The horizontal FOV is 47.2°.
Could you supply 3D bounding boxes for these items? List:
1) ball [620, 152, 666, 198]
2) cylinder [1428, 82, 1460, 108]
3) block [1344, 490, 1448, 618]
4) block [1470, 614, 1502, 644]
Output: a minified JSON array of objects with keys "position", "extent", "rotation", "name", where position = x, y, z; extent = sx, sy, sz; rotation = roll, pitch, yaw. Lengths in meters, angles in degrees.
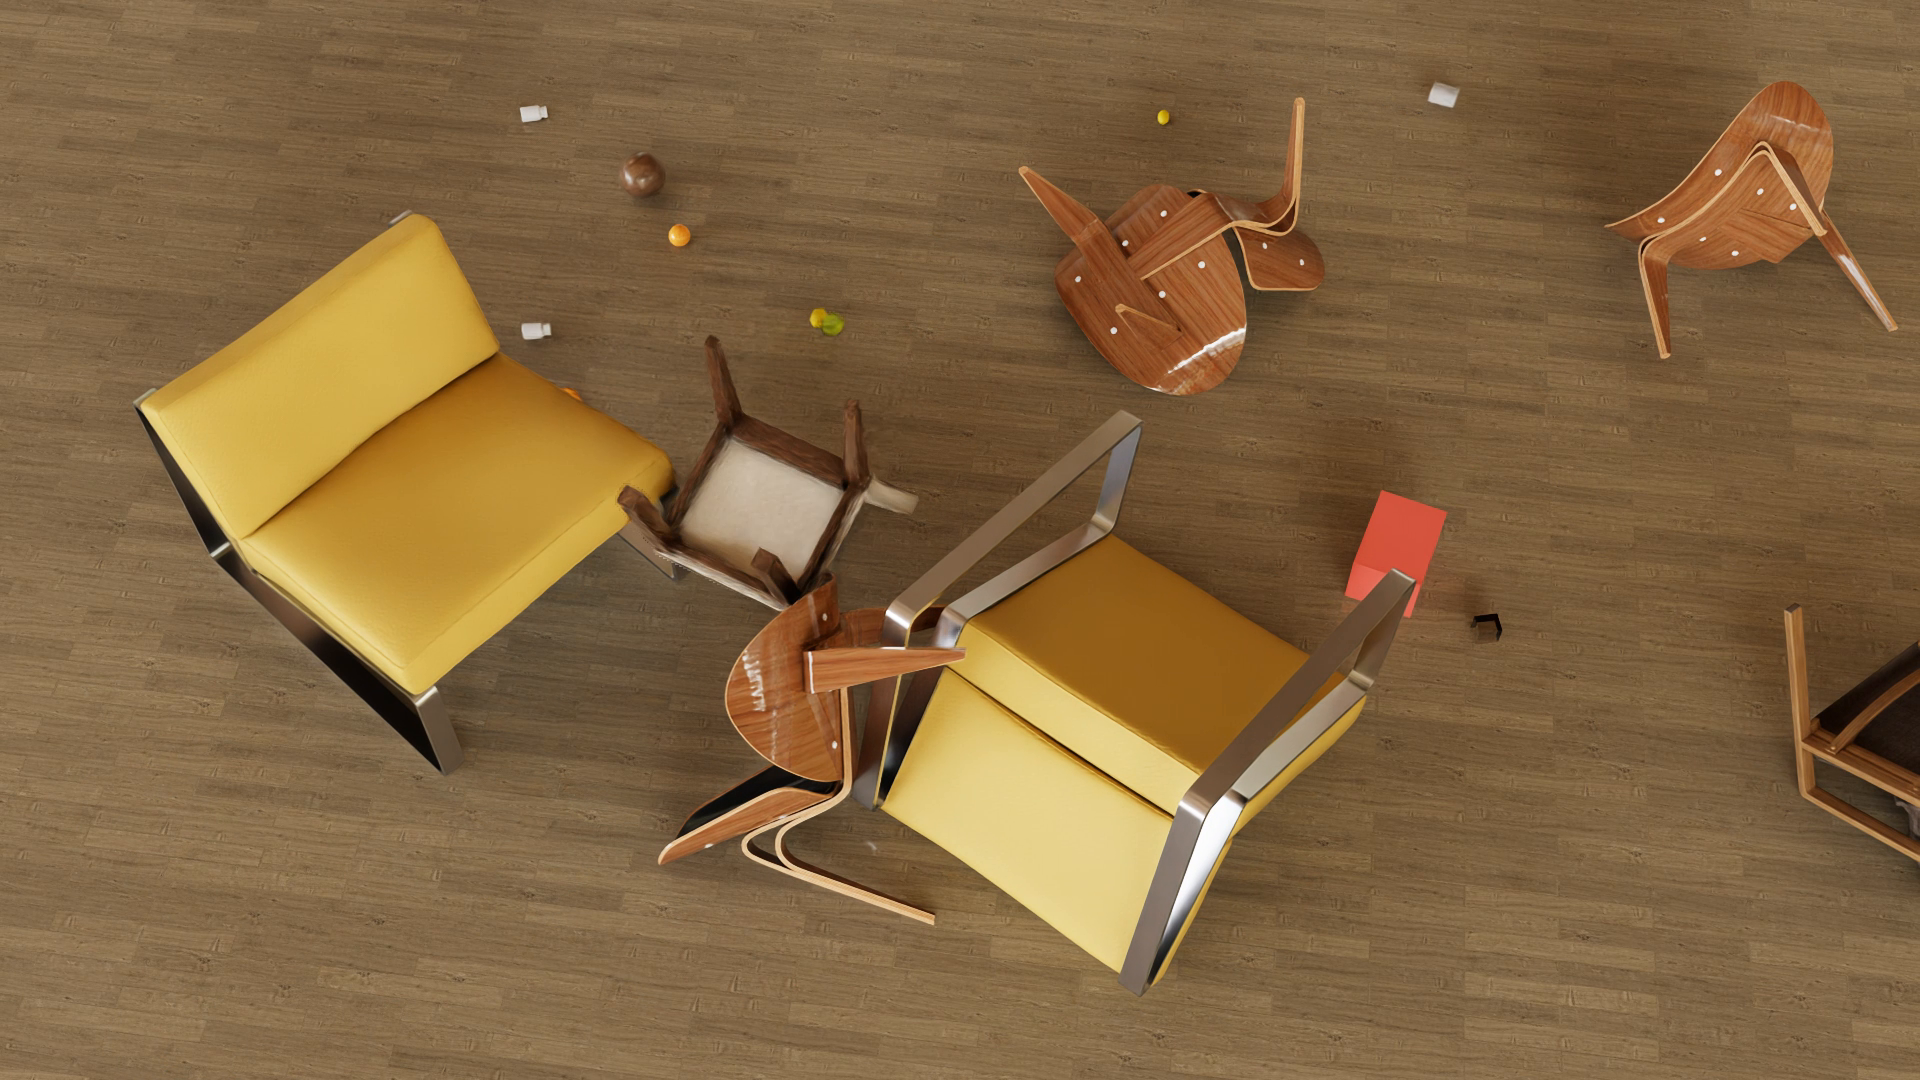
[{"position":[-1.052,-1.209,7.294],"extent":[0.152,0.152,0.152],"rotation":[0,56,0],"name":"ball"},{"position":[1.665,-1.531,7.562],"extent":[0.088,0.059,0.101],"rotation":[19,42,12],"name":"cylinder"},{"position":[1.277,0.040,6.441],"extent":[0.199,0.176,0.276],"rotation":[20,58,13],"name":"block"},{"position":[1.522,0.258,6.361],"extent":[0.068,0.066,0.058],"rotation":[-6,56,-4],"name":"block"}]
